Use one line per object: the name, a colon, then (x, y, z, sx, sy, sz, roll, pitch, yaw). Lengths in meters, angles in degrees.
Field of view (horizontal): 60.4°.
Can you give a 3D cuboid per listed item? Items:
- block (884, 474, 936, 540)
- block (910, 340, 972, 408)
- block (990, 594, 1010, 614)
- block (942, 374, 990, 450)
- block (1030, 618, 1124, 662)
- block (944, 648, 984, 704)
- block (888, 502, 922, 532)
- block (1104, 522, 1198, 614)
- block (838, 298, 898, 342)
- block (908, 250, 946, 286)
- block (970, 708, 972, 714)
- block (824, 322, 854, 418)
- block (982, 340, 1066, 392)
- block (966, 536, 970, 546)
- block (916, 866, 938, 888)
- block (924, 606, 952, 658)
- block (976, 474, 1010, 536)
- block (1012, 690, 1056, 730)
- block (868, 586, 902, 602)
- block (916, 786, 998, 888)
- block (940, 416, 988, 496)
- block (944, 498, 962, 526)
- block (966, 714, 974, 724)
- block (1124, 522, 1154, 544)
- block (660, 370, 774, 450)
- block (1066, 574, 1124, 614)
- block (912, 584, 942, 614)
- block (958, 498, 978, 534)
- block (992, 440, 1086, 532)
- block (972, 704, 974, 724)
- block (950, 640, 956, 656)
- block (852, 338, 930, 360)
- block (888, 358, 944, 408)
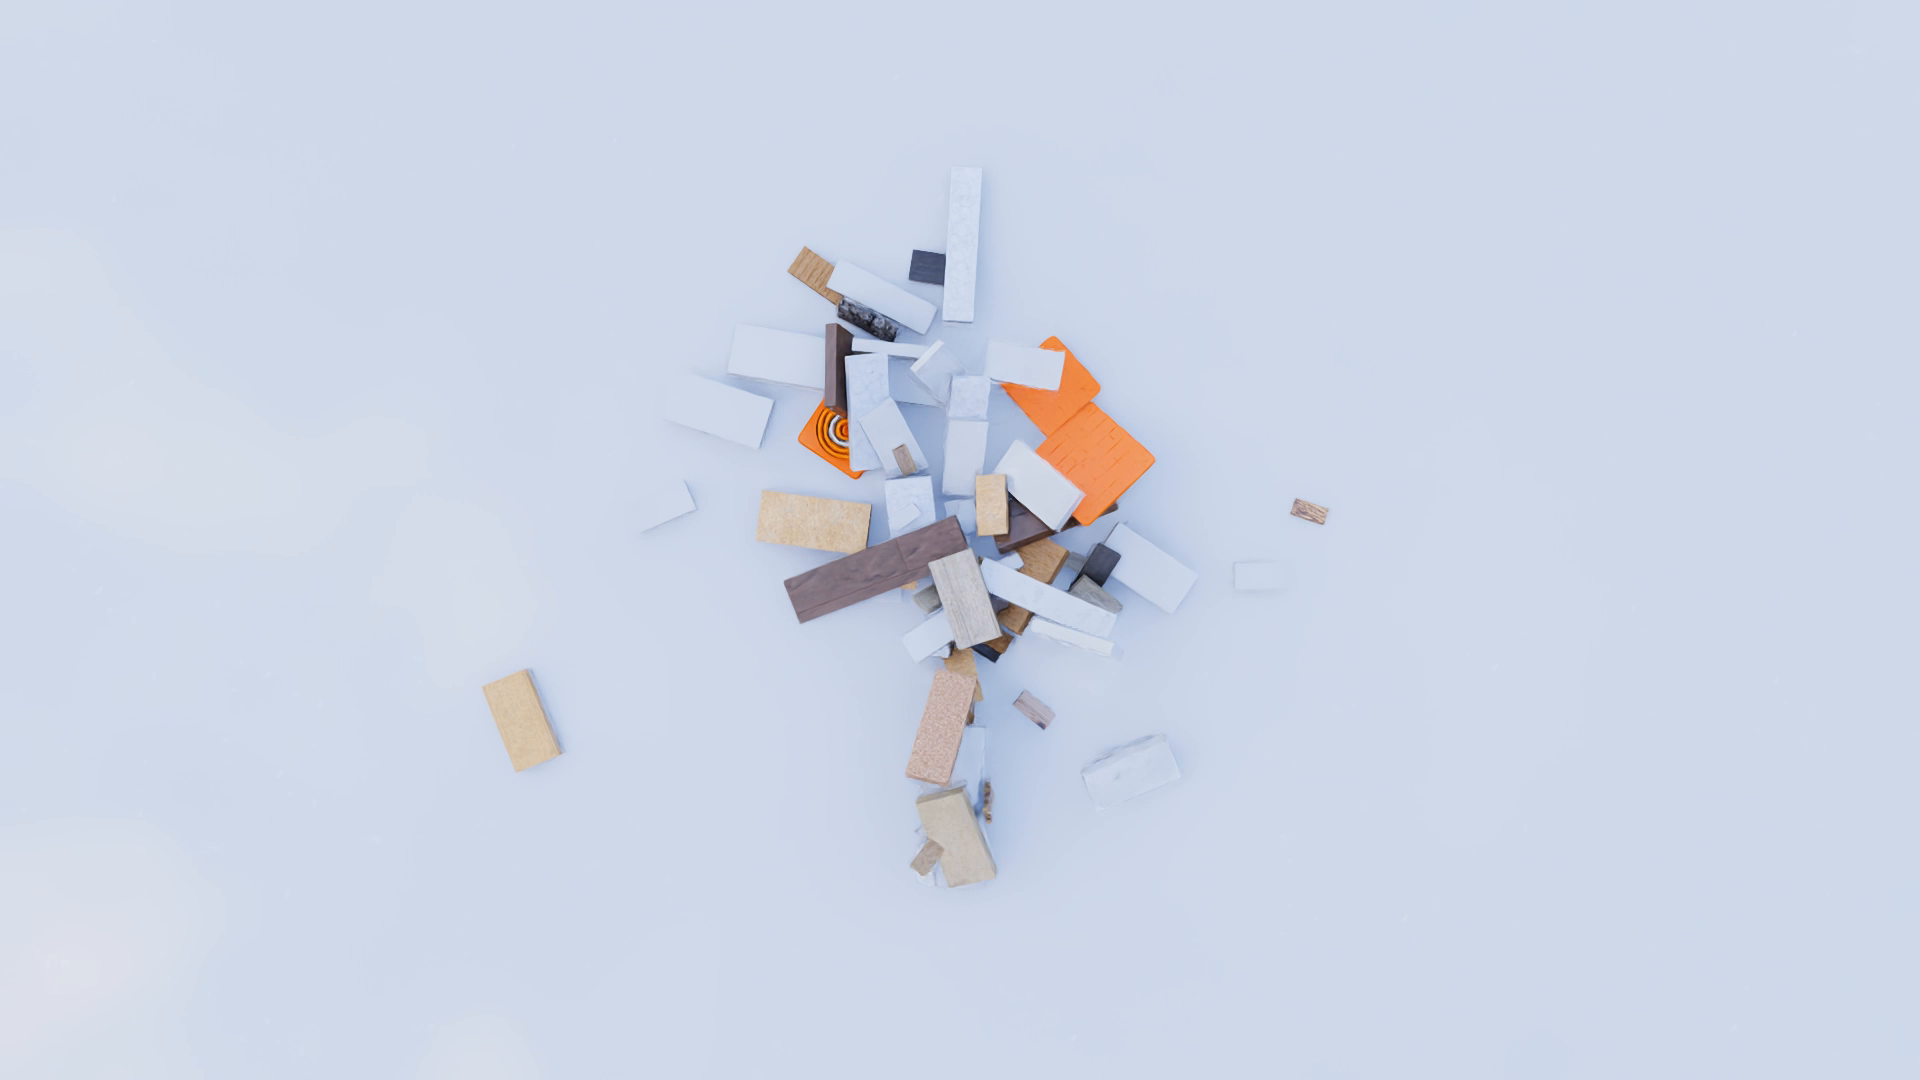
block: (-0.156, -0.056, 5.447, 0.154, 0.044, 0.308, -6, 102, 0)
block: (-0.037, -0.521, 5.398, 0.132, 0.037, 0.264, -46, 131, -2)
block: (0.091, 0.163, 5.403, 0.081, 0.023, 0.163, -26, 78, -2)
block: (0.020, -0.413, 5.418, 0.128, 0.036, 0.256, 1, 113, -16)
block: (0.377, 0.322, 5.288, 0.278, 0.139, 0.039, 17, 82, 23)
block: (0.010, 0.448, 5.445, 0.097, 0.028, 0.194, -13, 64, 0)
block: (-0.182, -0.077, 5.413, 0.100, 0.014, 0.050, -35, 100, 6)
block: (0.612, 0.093, 5.464, 0.318, 0.045, 0.159, 34, 93, -3)
block: (-0.306, -0.721, 5.447, 0.205, 0.103, 0.029, 28, 77, 0)
block: (-0.064, -0.899, 5.486, 0.203, 0.029, 0.101, 9, 90, 0)
block: (0.009, 0.548, 5.468, 0.054, 0.015, 0.109, -6, 65, -3)
block: (-0.395, -0.556, 5.403, 0.039, 0.139, 0.278, -4, 78, 20)
block: (0.210, -0.573, 5.436, 0.256, 0.036, 0.128, 11, 85, 2)
block: (0.001, 0.029, 5.460, 0.054, 0.015, 0.108, 10, 52, -1)
block: (-0.113, 1.089, 5.410, 0.062, 0.123, 0.017, 15, 49, 22)
block: (-0.071, 0.287, 5.442, 0.097, 0.028, 0.194, 6, 82, 9)
block: (0.106, -0.114, 5.404, 0.099, 0.028, 0.198, -4, 84, 16)
block: (0.248, 0.565, 5.491, 0.133, 0.019, 0.067, 39, 90, 0)
block: (-0.251, 0.178, 5.492, 0.113, 0.016, 0.057, 1, 90, 0)
block: (-0.011, 0.969, 5.364, 0.162, 0.046, 0.324, -16, 107, 16)
block: (0.014, -0.275, 5.426, 0.128, 0.036, 0.256, 3, 112, -9)
block: (-0.015, -0.079, 5.492, 0.054, 0.015, 0.108, -13, 90, 0)
block: (-0.003, 0.625, 5.416, 0.065, 0.018, 0.131, 19, 95, 0)
block: (0.583, -0.004, 5.492, 0.115, 0.016, 0.058, 42, 90, 0)
block: (-0.803, -0.433, 5.476, 0.338, 0.048, 0.169, 18, 90, 0)
block: (0.446, 0.197, 5.451, 0.173, 0.024, 0.086, 38, 115, -14)
block: (-0.068, 0.179, 5.430, 0.163, 0.023, 0.081, -28, 51, -30)
block: (0.028, -0.079, 5.478, 0.054, 0.015, 0.108, -11, 90, -3)
block: (0.253, -0.179, 5.385, 0.301, 0.043, 0.150, 42, 105, 26)
block: (0.012, 0.600, 5.463, 0.065, 0.018, 0.131, 3, 65, 1)
block: (-0.044, 0.277, 5.468, 0.097, 0.028, 0.194, 18, 84, 11)
block: (-0.212, -0.621, 5.430, 0.278, 0.139, 0.039, 7, 90, 0)
block: (-0.180, -0.526, 5.469, 0.278, 0.039, 0.139, 7, 90, -5)
